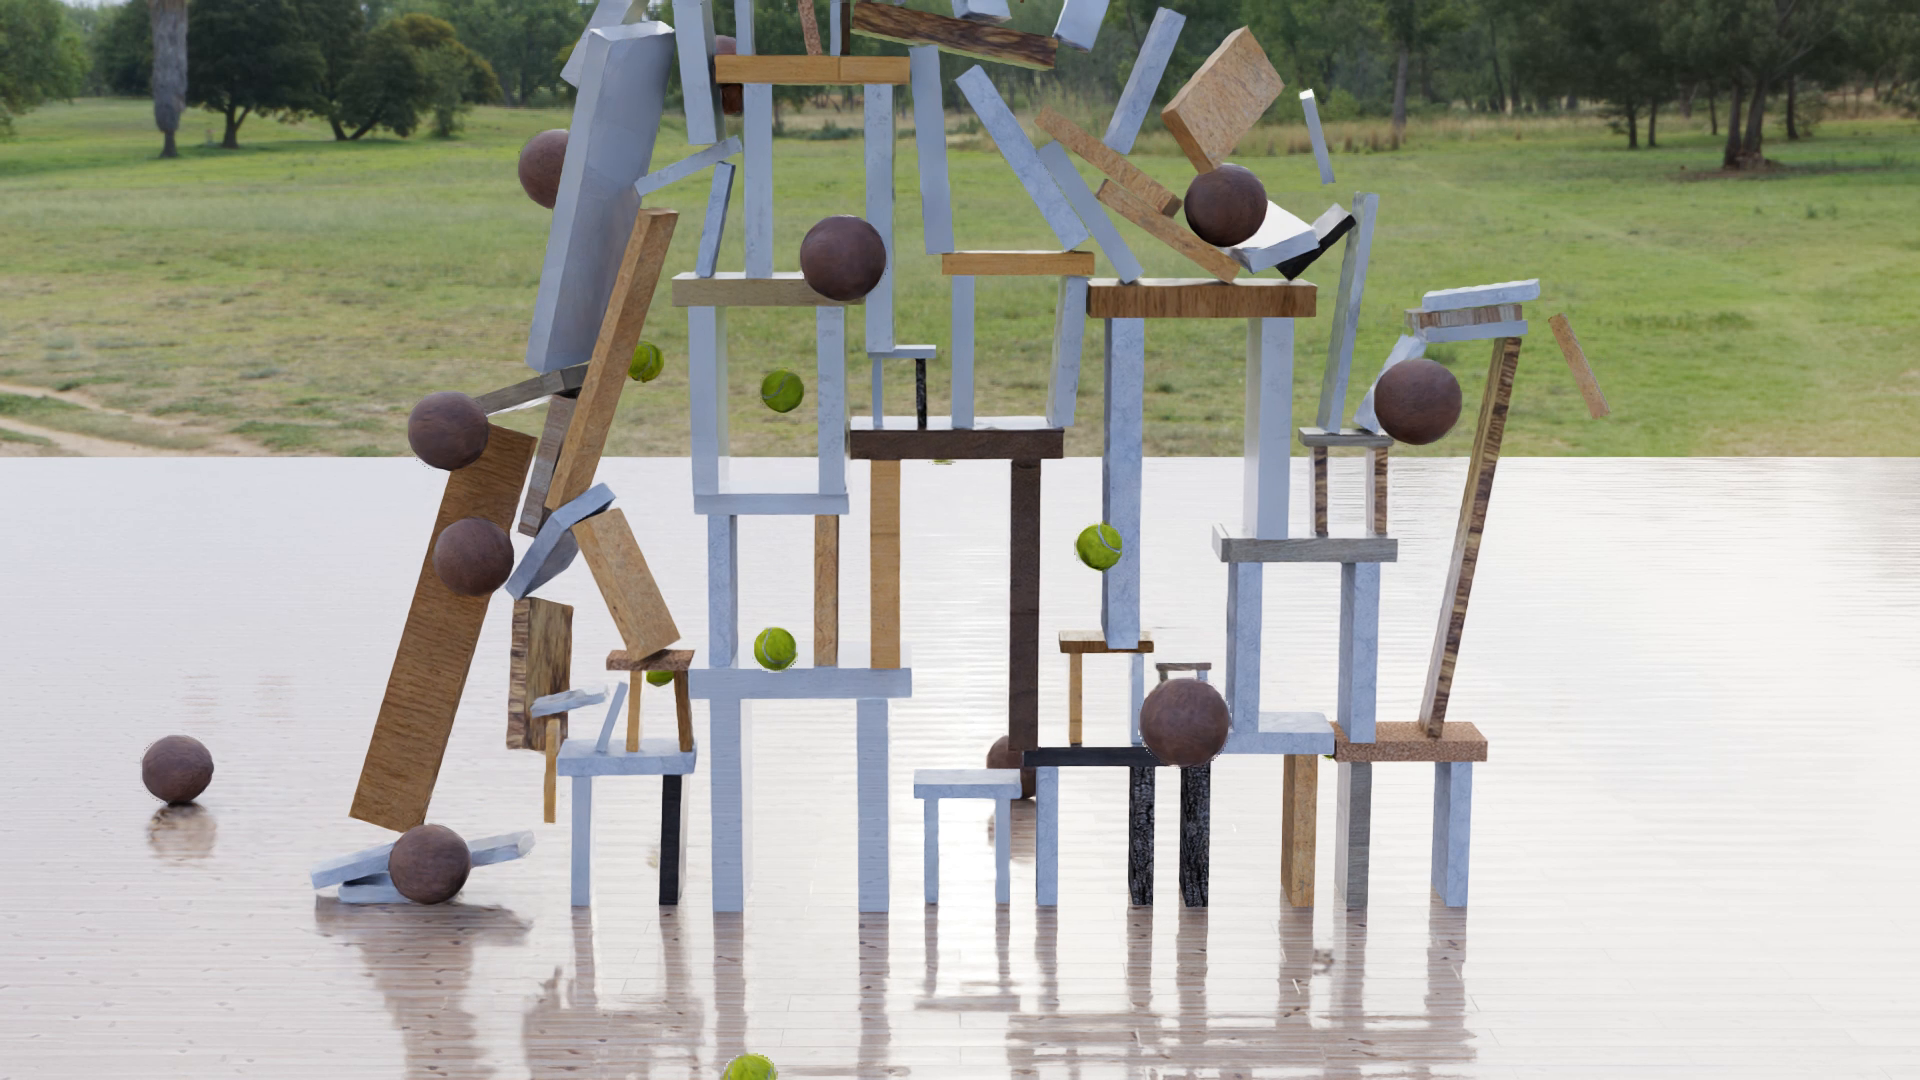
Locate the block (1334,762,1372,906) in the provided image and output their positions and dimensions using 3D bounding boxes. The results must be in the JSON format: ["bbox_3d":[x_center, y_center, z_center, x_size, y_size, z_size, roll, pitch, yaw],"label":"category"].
[{"bbox_3d":[0.652,0.469,3.647,0.035,0.246,0.123,0,11,0],"label":"block"}]

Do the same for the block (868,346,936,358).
[{"bbox_3d":[-0.092,-0.299,3.496,0.107,0.015,0.054,0,11,0],"label":"block"}]

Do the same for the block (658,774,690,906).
[{"bbox_3d":[-0.474,0.481,3.648,0.031,0.221,0.110,3,11,-1],"label":"block"}]

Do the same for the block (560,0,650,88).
[{"bbox_3d":[-0.516,-0.852,3.433,0.043,0.301,0.150,33,26,-6],"label":"block"}]

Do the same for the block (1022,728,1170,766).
[{"bbox_3d":[0.222,0.341,3.627,0.236,0.033,0.118,0,11,0],"label":"block"}]

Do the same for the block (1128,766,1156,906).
[{"bbox_3d":[0.301,0.473,3.651,0.033,0.236,0.118,0,11,0],"label":"block"}]

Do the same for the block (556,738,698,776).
[{"bbox_3d":[-0.546,0.357,3.624,0.221,0.031,0.110,-1,11,-4],"label":"block"}]

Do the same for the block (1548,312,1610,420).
[{"bbox_3d":[0.975,-0.274,3.461,0.024,0.173,0.086,-25,-4,19],"label":"block"}]

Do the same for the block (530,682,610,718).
[{"bbox_3d":[-0.642,0.264,3.627,0.122,0.017,0.061,-12,11,2],"label":"block"}]

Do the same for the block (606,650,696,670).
[{"bbox_3d":[-0.505,0.196,3.596,0.137,0.019,0.068,0,11,0],"label":"block"}]

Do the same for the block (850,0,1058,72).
[{"bbox_3d":[-0.011,-0.790,3.445,0.316,0.045,0.158,10,9,-5],"label":"block"}]

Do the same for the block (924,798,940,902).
[{"bbox_3d":[-0.047,0.502,3.658,0.025,0.176,0.088,0,11,0],"label":"block"}]

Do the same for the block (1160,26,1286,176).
[{"bbox_3d":[0.397,-0.662,3.309,0.032,0.113,0.227,-11,33,51],"label":"block"}]

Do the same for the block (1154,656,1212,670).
[{"bbox_3d":[0.364,0.201,3.601,0.091,0.013,0.045,0,10,-1],"label":"block"}]

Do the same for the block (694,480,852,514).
[{"bbox_3d":[-0.298,-0.069,3.539,0.246,0.035,0.123,0,11,0],"label":"block"}]

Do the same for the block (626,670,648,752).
[{"bbox_3d":[-0.531,0.272,3.616,0.019,0.137,0.068,4,10,-2],"label":"block"}]

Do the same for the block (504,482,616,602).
[{"bbox_3d":[-0.665,0.004,3.651,0.121,0.034,0.241,-39,-6,-43],"label":"block"}]

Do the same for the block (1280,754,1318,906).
[{"bbox_3d":[0.562,0.462,3.646,0.037,0.260,0.130,0,11,0],"label":"block"}]

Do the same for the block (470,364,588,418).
[{"bbox_3d":[-0.692,-0.251,3.658,0.237,0.034,0.118,-12,4,40],"label":"block"}]

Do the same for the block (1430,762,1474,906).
[{"bbox_3d":[0.815,0.469,3.647,0.035,0.246,0.123,0,11,0],"label":"block"}]

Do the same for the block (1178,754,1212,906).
[{"bbox_3d":[0.389,0.462,3.646,0.037,0.260,0.130,0,11,0],"label":"block"}]

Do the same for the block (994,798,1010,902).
[{"bbox_3d":[0.070,0.502,3.658,0.025,0.176,0.088,0,11,0],"label":"block"}]

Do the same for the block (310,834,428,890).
[{"bbox_3d":[-0.985,0.537,3.671,0.188,0.027,0.094,-14,6,-14],"label":"block"}]

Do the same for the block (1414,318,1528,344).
[{"bbox_3d":[0.809,-0.334,3.488,0.161,0.023,0.081,-6,11,-3],"label":"block"}]

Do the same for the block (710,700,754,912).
[{"bbox_3d":[-0.377,0.414,3.640,0.050,0.356,0.178,0,11,0],"label":"block"}]

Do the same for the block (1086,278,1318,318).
[{"bbox_3d":[0.376,-0.385,3.487,0.350,0.050,0.175,0,11,-1],"label":"block"}]

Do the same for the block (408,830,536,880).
[{"bbox_3d":[-0.815,0.526,3.682,0.188,0.027,0.094,-11,6,5],"label":"block"}]

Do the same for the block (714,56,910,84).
[{"bbox_3d":[-0.226,-0.730,3.417,0.295,0.042,0.148,0,11,-1],"label":"block"}]

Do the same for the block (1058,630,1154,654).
[{"bbox_3d":[0.238,0.166,3.594,0.150,0.021,0.075,0,11,0],"label":"block"}]

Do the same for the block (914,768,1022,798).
[{"bbox_3d":[0.012,0.403,3.639,0.176,0.025,0.088,0,11,0],"label":"block"}]

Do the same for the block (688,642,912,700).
[{"bbox_3d":[-0.258,0.213,3.605,0.356,0.050,0.178,0,11,-2],"label":"block"}]

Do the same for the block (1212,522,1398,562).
[{"bbox_3d":[0.555,0.004,3.557,0.280,0.040,0.140,0,11,0],"label":"block"}]

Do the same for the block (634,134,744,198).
[{"bbox_3d":[-0.425,-0.584,3.439,0.176,0.025,0.088,-25,11,-4],"label":"block"}]

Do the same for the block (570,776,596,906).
[{"bbox_3d":[-0.623,0.482,3.642,0.031,0.221,0.110,2,10,-5],"label":"block"}]

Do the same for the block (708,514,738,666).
[{"bbox_3d":[-0.384,0.069,3.567,0.035,0.246,0.123,1,11,0],"label":"block"}]

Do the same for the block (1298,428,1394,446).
[{"bbox_3d":[0.619,-0.165,3.530,0.140,0.020,0.070,0,11,1],"label":"block"}]

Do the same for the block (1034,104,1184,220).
[{"bbox_3d":[0.235,-0.593,3.456,0.247,0.035,0.123,37,10,9],"label":"block"}]

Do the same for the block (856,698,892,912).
[{"bbox_3d":[-0.141,0.414,3.641,0.050,0.356,0.178,0,11,0],"label":"block"}]

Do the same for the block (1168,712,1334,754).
[{"bbox_3d":[0.475,0.316,3.616,0.260,0.037,0.130,0,11,1],"label":"block"}]

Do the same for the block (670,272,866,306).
[{"bbox_3d":[-0.298,-0.397,3.475,0.296,0.042,0.148,0,11,0],"label":"block"}]

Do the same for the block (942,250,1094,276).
[{"bbox_3d":[0.091,-0.440,3.485,0.238,0.034,0.119,0,10,0],"label":"block"}]

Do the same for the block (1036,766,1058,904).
[{"bbox_3d":[0.144,0.473,3.651,0.033,0.236,0.118,0,11,0],"label":"block"}]

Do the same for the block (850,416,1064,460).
[{"bbox_3d":[-0.007,-0.165,3.534,0.336,0.048,0.168,0,10,-2],"label":"block"}]

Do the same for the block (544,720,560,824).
[{"bbox_3d":[-0.671,0.381,3.621,0.017,0.159,0.061,2,15,-5],"label":"block"}]

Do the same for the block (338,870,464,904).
[{"bbox_3d":[-0.930,0.576,3.665,0.188,0.027,0.094,-1,9,-4],"label":"block"}]

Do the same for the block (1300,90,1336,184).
[{"bbox_3d":[0.561,-0.632,3.448,0.020,0.139,0.069,-14,17,12],"label":"block"}]

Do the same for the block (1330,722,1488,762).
[{"bbox_3d":[0.732,0.331,3.621,0.246,0.035,0.123,0,11,0],"label":"block"}]

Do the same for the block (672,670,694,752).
[{"bbox_3d":[-0.454,0.273,3.614,0.019,0.137,0.068,-4,11,-3],"label":"block"}]

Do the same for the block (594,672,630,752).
[{"bbox_3d":[-0.567,0.282,3.609,0.017,0.122,0.061,20,10,-4],"label":"block"}]
